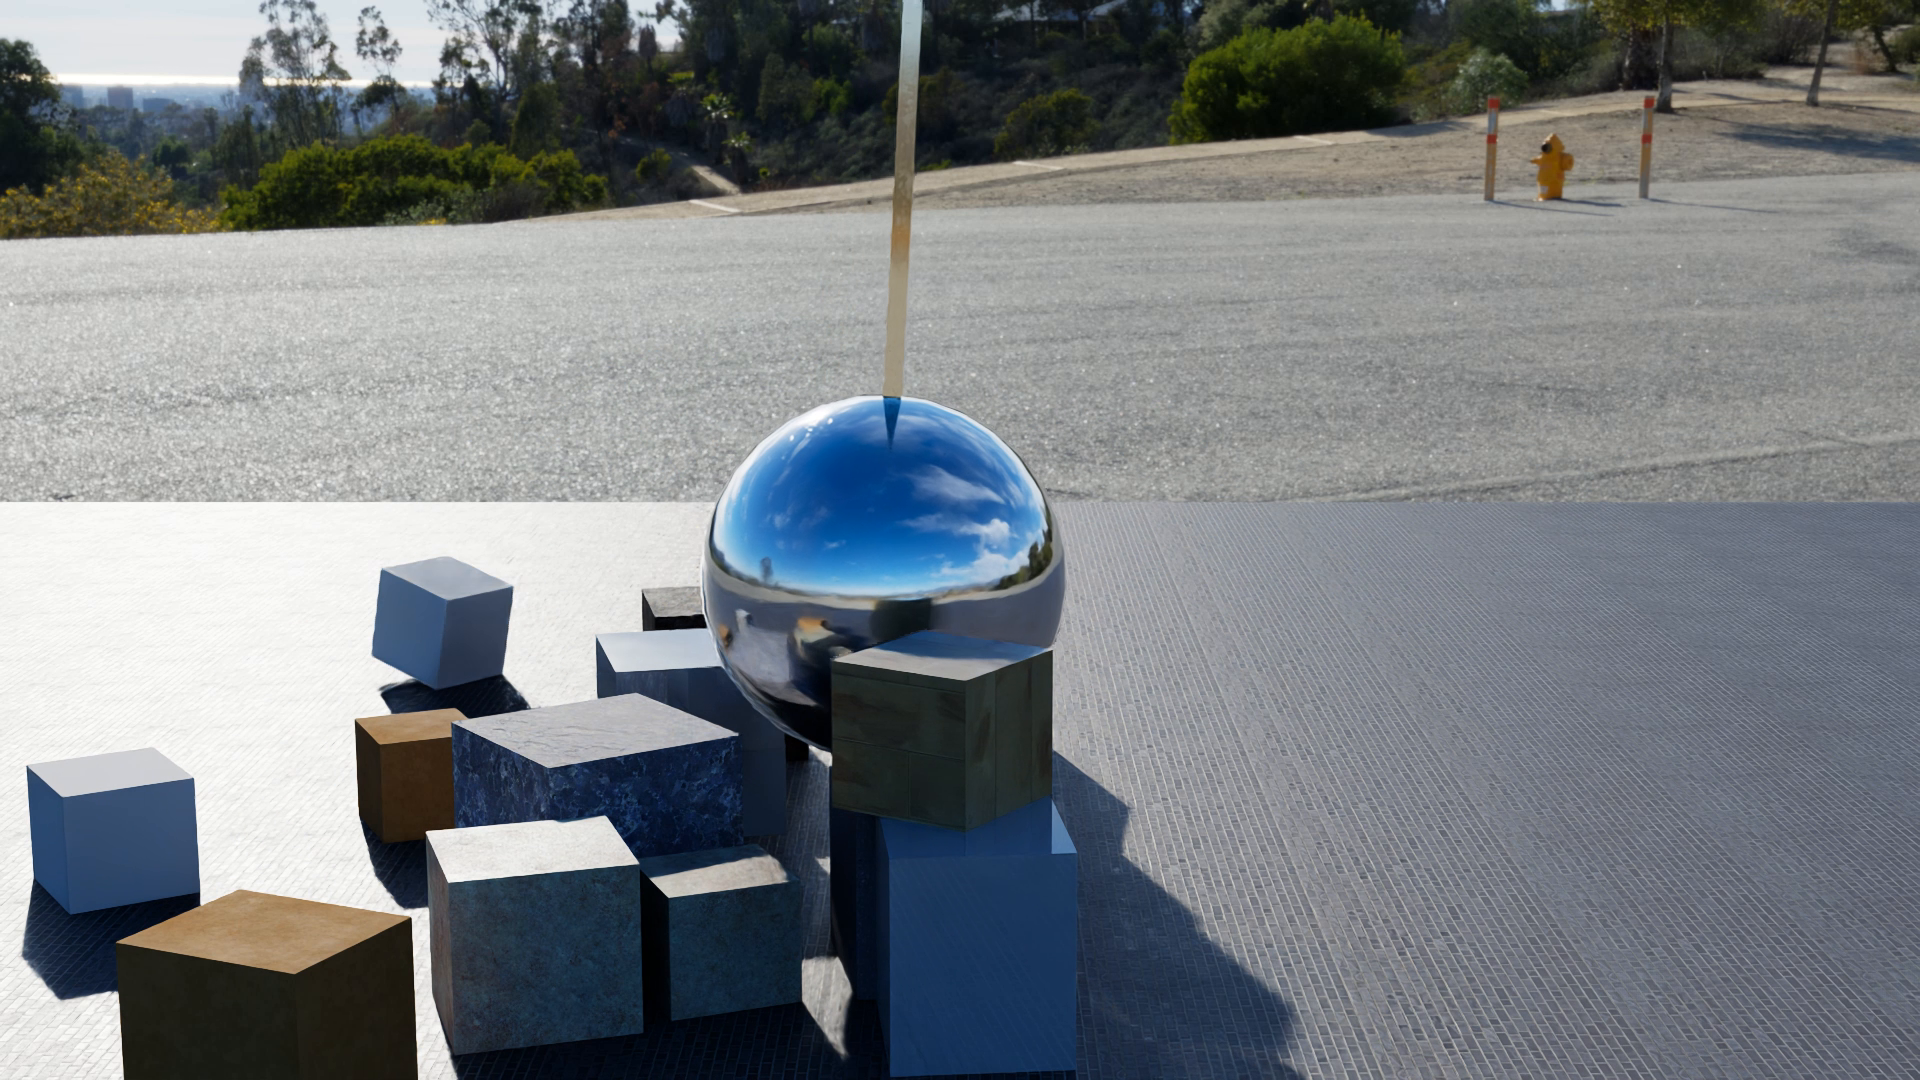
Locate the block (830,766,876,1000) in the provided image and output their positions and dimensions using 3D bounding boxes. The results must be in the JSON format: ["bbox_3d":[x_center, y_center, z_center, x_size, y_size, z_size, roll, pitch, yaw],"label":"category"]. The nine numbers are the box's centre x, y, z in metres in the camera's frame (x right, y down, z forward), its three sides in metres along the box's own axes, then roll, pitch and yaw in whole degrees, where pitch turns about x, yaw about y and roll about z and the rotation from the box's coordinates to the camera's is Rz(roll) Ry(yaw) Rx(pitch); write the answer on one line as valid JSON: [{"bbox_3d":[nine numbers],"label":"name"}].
[{"bbox_3d":[-0.091,1.329,10.205,0.760,0.734,0.721,-2,10,-11],"label":"block"}]

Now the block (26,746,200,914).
[{"bbox_3d":[-3.701,1.258,11.208,0.555,0.514,0.616,-7,12,-33],"label":"block"}]

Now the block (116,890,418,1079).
[{"bbox_3d":[-2.381,1.637,8.855,0.752,0.612,0.633,5,11,24],"label":"block"}]

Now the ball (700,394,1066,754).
[{"bbox_3d":[-0.335,0.163,11.210,1.600,1.600,1.600,0,10,0],"label":"ball"}]

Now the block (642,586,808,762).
[{"bbox_3d":[-1.245,0.700,13.502,0.775,0.792,0.748,-2,11,-12],"label":"block"}]

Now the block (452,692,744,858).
[{"bbox_3d":[-1.533,1.182,10.843,0.888,0.795,0.907,-7,13,-35],"label":"block"}]

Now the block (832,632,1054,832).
[{"bbox_3d":[-0.063,0.705,9.616,0.591,0.562,0.607,7,12,32],"label":"block"}]

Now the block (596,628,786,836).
[{"bbox_3d":[-1.292,0.915,12.238,0.780,0.820,0.834,-3,11,-14],"label":"block"}]

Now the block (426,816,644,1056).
[{"bbox_3d":[-1.607,1.471,9.655,0.692,0.652,0.661,-3,11,-18],"label":"block"}]

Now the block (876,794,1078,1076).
[{"bbox_3d":[0.046,1.433,9.431,0.663,0.806,0.768,-1,10,-5],"label":"block"}]

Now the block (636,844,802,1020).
[{"bbox_3d":[-0.946,1.508,9.923,0.522,0.483,0.515,-4,11,-23],"label":"block"}]

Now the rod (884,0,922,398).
[{"bbox_3d":[-0.145,-3.177,10.603,0.080,5.200,0.080,3,10,-1],"label":"rod"}]

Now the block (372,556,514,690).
[{"bbox_3d":[-3.041,0.478,15.075,0.574,0.555,0.520,22,21,32],"label":"block"}]

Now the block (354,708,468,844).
[{"bbox_3d":[-2.553,1.109,12.146,0.491,0.473,0.534,-5,11,-25],"label":"block"}]
